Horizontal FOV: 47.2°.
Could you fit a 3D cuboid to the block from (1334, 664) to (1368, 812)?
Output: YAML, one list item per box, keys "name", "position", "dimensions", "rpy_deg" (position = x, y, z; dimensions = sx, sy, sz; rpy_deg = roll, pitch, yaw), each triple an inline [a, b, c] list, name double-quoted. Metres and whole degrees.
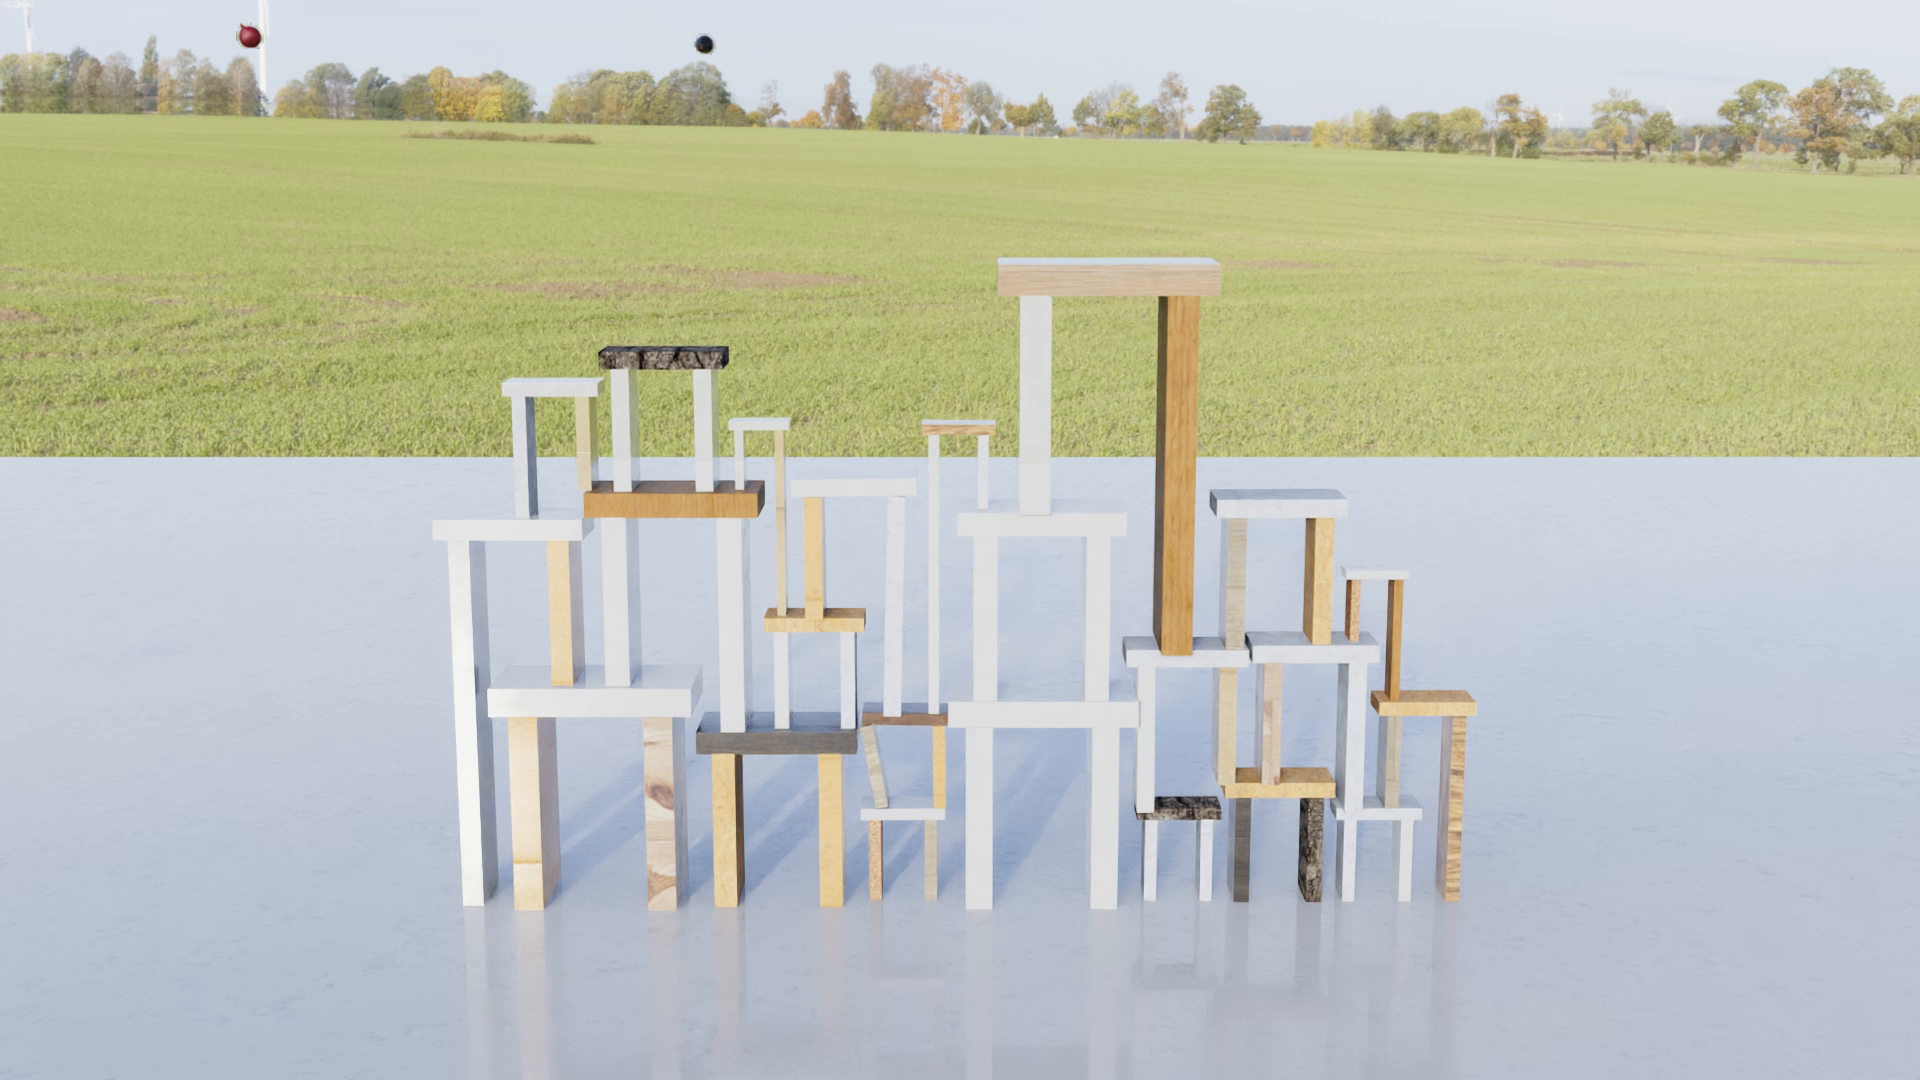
- name: "block"
  position: [0.642, 0.311, 3.614]
  dimensions: [0.029, 0.250, 0.102]
  rpy_deg: [0, 11, 0]

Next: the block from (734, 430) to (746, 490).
- name: "block"
  position: [-0.352, -0.132, 3.533]
  dimensions: [0.014, 0.096, 0.048]
  rpy_deg: [0, 11, 0]

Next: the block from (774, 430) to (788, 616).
- name: "block"
  position: [-0.288, -0.030, 3.552]
  dimensions: [0.014, 0.303, 0.048]
  rpy_deg: [0, 11, 0]

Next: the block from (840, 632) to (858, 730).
- name: "block"
  position: [-0.182, 0.221, 3.597]
  dimensions: [0.023, 0.161, 0.081]
  rpy_deg: [0, 11, 0]

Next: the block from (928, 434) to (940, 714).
- name: "block"
  position: [-0.042, 0.053, 3.567]
  dimensions: [0.017, 0.458, 0.059]
  rpy_deg: [0, 11, 1]

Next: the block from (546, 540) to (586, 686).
- name: "block"
  position: [-0.641, 0.107, 3.581]
  dimensions: [0.034, 0.238, 0.119]
  rpy_deg: [0, 11, 0]

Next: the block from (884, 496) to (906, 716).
- name: "block"
  position: [-0.107, 0.099, 3.577]
  dimensions: [0.028, 0.361, 0.099]
  rpy_deg: [1, 10, -1]

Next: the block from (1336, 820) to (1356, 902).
- name: "block"
  position: [0.641, 0.522, 3.655]
  dimensions: [0.020, 0.140, 0.070]
  rpy_deg: [0, 11, 0]

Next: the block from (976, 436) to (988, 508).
- name: "block"
  position: [0.037, -0.114, 3.536]
  dimensions: [0.017, 0.119, 0.059]
  rpy_deg: [1, 11, 0]

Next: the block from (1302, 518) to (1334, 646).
- name: "block"
  position: [0.582, 0.057, 3.571]
  dimensions: [0.029, 0.208, 0.104]
  rpy_deg: [0, 11, 0]

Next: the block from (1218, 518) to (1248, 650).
- name: "block"
  position: [0.443, 0.062, 3.572]
  dimensions: [0.029, 0.216, 0.104]
  rpy_deg: [0, 11, 0]

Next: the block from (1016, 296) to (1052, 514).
- name: "block"
  position: [0.118, -0.225, 3.518]
  dimensions: [0.049, 0.344, 0.172]
  rpy_deg: [0, 11, 0]

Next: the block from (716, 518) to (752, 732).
- name: "block"
  position: [-0.367, 0.125, 3.587]
  dimensions: [0.039, 0.351, 0.138]
  rpy_deg: [0, 11, 0]

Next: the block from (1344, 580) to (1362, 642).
- name: "block"
  position: [0.639, 0.110, 3.577]
  dimensions: [0.015, 0.103, 0.051]
  rpy_deg: [0, 11, 0]

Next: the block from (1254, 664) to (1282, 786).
- name: "block"
  position: [0.506, 0.289, 3.610]
  dimensions: [0.029, 0.204, 0.102]
  rpy_deg: [0, 11, 0]

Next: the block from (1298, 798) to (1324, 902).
- name: "block"
  position: [0.583, 0.501, 3.655]
  dimensions: [0.025, 0.179, 0.090]
  rpy_deg: [0, 11, 0]

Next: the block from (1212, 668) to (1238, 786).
- name: "block"
  position: [0.433, 0.293, 3.610]
  dimensions: [0.028, 0.197, 0.099]
  rpy_deg: [0, 11, 0]

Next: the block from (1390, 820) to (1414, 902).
- name: "block"
  position: [0.734, 0.522, 3.655]
  dimensions: [0.020, 0.139, 0.070]
  rpy_deg: [0, 11, 0]

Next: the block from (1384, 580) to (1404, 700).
- name: "block"
  position: [0.708, 0.158, 3.587]
  dimensions: [0.015, 0.201, 0.051]
  rpy_deg: [0, 11, 0]

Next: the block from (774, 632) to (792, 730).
- name: "block"
  position: [-0.289, 0.221, 3.597]
  dimensions: [0.023, 0.161, 0.081]
  rpy_deg: [0, 11, 0]

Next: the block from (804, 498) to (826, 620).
- name: "block"
  position: [-0.234, 0.021, 3.559]
  dimensions: [0.028, 0.199, 0.099]
  rpy_deg: [0, 11, 0]

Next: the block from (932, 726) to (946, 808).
- name: "block"
  position: [-0.035, 0.366, 3.631]
  dimensions: [0.020, 0.140, 0.070]
  rpy_deg: [-1, 11, -1]

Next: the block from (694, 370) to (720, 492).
- name: "block"
  position: [-0.406, -0.181, 3.527]
  dimensions: [0.028, 0.195, 0.098]
  rpy_deg: [0, 11, 0]

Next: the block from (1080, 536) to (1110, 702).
- name: "block"
  position: [0.220, 0.115, 3.577]
  dimensions: [0.038, 0.269, 0.135]
  rpy_deg: [0, 11, 0]

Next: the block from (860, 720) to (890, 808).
- name: "block"
  position: [-0.141, 0.365, 3.630]
  dimensions: [0.020, 0.140, 0.070]
  rpy_deg: [-10, 10, 2]

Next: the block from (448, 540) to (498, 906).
- name: "block"
  position: [-0.799, 0.290, 3.615]
  dimensions: [0.034, 0.610, 0.119]
  rpy_deg: [0, 11, 0]

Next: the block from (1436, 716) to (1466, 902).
- name: "block"
  position: [0.813, 0.434, 3.641]
  dimensions: [0.022, 0.317, 0.079]
  rpy_deg: [0, 11, 0]

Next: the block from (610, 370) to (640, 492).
- name: "block"
  position: [-0.536, -0.181, 3.527]
  dimensions: [0.028, 0.195, 0.098]
  rpy_deg: [0, 11, 0]

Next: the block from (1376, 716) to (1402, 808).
- name: "block"
  position: [0.707, 0.356, 3.627]
  dimensions: [0.022, 0.157, 0.079]
  rpy_deg: [0, 11, 0]

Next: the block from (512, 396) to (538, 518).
- name: "block"
  position: [-0.700, -0.139, 3.538]
  dimensions: [0.021, 0.194, 0.076]
  rpy_deg: [0, 11, 0]

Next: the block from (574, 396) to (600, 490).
- name: "block"
  position: [-0.599, -0.160, 3.534]
  dimensions: [0.021, 0.151, 0.076]
  rpy_deg: [0, 11, 0]

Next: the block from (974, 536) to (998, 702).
- name: "block"
  position: [0.041, 0.115, 3.577]
  dimensions: [0.038, 0.269, 0.135]
  rpy_deg: [0, 11, 0]

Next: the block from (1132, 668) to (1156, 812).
- name: "block"
  position: [0.302, 0.316, 3.615]
  dimensions: [0.028, 0.244, 0.099]
  rpy_deg: [0, 11, 0]

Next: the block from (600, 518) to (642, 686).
- name: "block"
  position: [-0.550, 0.088, 3.580]
  dimensions: [0.039, 0.275, 0.138]
  rpy_deg: [0, 11, 0]

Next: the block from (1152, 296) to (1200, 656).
- name: "block"
  position: [0.346, -0.112, 3.536]
  dimensions: [0.049, 0.571, 0.172]
  rpy_deg: [0, 11, 0]
